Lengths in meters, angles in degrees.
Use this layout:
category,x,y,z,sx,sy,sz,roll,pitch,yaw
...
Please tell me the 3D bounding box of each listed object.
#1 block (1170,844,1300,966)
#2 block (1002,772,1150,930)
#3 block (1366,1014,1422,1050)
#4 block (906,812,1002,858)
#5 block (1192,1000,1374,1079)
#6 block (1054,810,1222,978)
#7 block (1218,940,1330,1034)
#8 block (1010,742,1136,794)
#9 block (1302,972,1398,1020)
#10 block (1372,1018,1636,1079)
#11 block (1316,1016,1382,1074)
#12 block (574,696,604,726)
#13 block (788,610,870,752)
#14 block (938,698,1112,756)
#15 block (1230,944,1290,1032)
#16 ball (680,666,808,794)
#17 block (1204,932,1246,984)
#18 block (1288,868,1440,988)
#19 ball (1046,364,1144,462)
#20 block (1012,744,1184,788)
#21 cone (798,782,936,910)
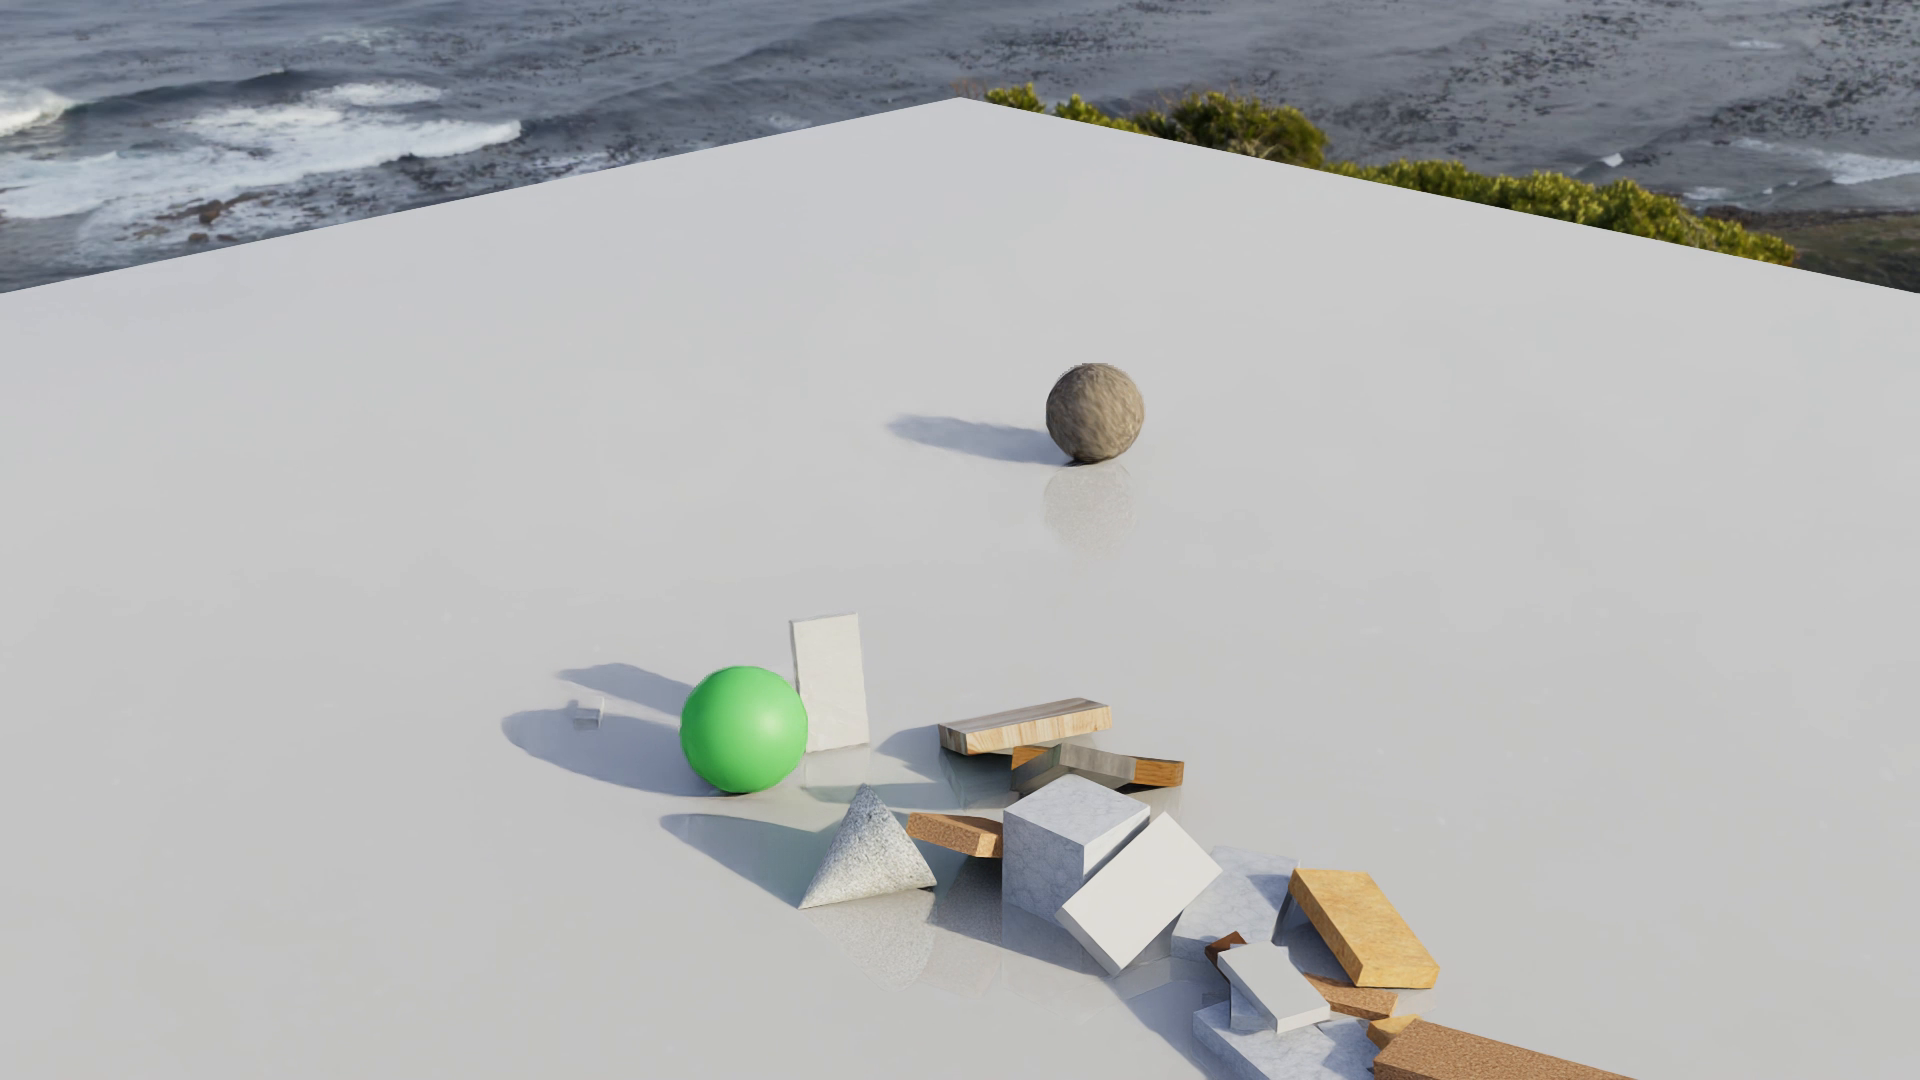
category,x,y,z,sx,sy,sz,roll,pitch,yaw
block,0.516,0.683,4.091,0.166,0.047,0.333,8,24,18
block,0.217,0.587,4.128,0.194,0.194,0.194,19,30,38
block,0.781,0.863,3.665,0.101,0.029,0.202,-2,23,-28
block,0.037,0.565,4.195,0.153,0.043,0.305,13,-2,28
block,0.607,0.907,3.567,0.154,0.044,0.570,-13,26,-27
block,0.327,0.642,4.005,0.153,0.043,0.305,46,54,11
block,0.532,0.758,3.745,0.101,0.029,0.202,-11,28,-21
block,0.220,0.463,4.335,0.153,0.043,0.305,13,-19,-13
block,0.675,0.801,3.848,0.169,0.019,0.068,10,25,22
block,0.912,0.866,3.457,0.512,0.040,0.141,8,25,39
block,0.664,0.858,3.713,0.068,0.019,0.137,-7,24,-16
block,-0.819,0.377,4.854,0.052,0.015,0.104,-1,23,-2
block,-0.279,0.301,4.689,0.141,0.282,0.040,-8,10,-18
block,0.139,0.397,4.700,0.333,0.047,0.167,-9,6,-20
block,0.516,0.769,3.787,0.101,0.029,0.202,2,26,5
ball,-0.441,0.389,4.510,0.262,0.262,0.262,0,23,0
block,0.499,0.758,3.879,0.068,0.019,0.137,-24,49,-20
block,0.729,0.702,3.991,0.154,0.044,0.308,5,23,-19
ball,0.382,-0.360,6.252,0.279,0.279,0.279,0,23,0
block,0.285,0.464,4.519,0.333,0.047,0.167,5,-3,12
cone,-0.211,0.625,4.150,0.239,0.239,0.239,-35,33,-11
